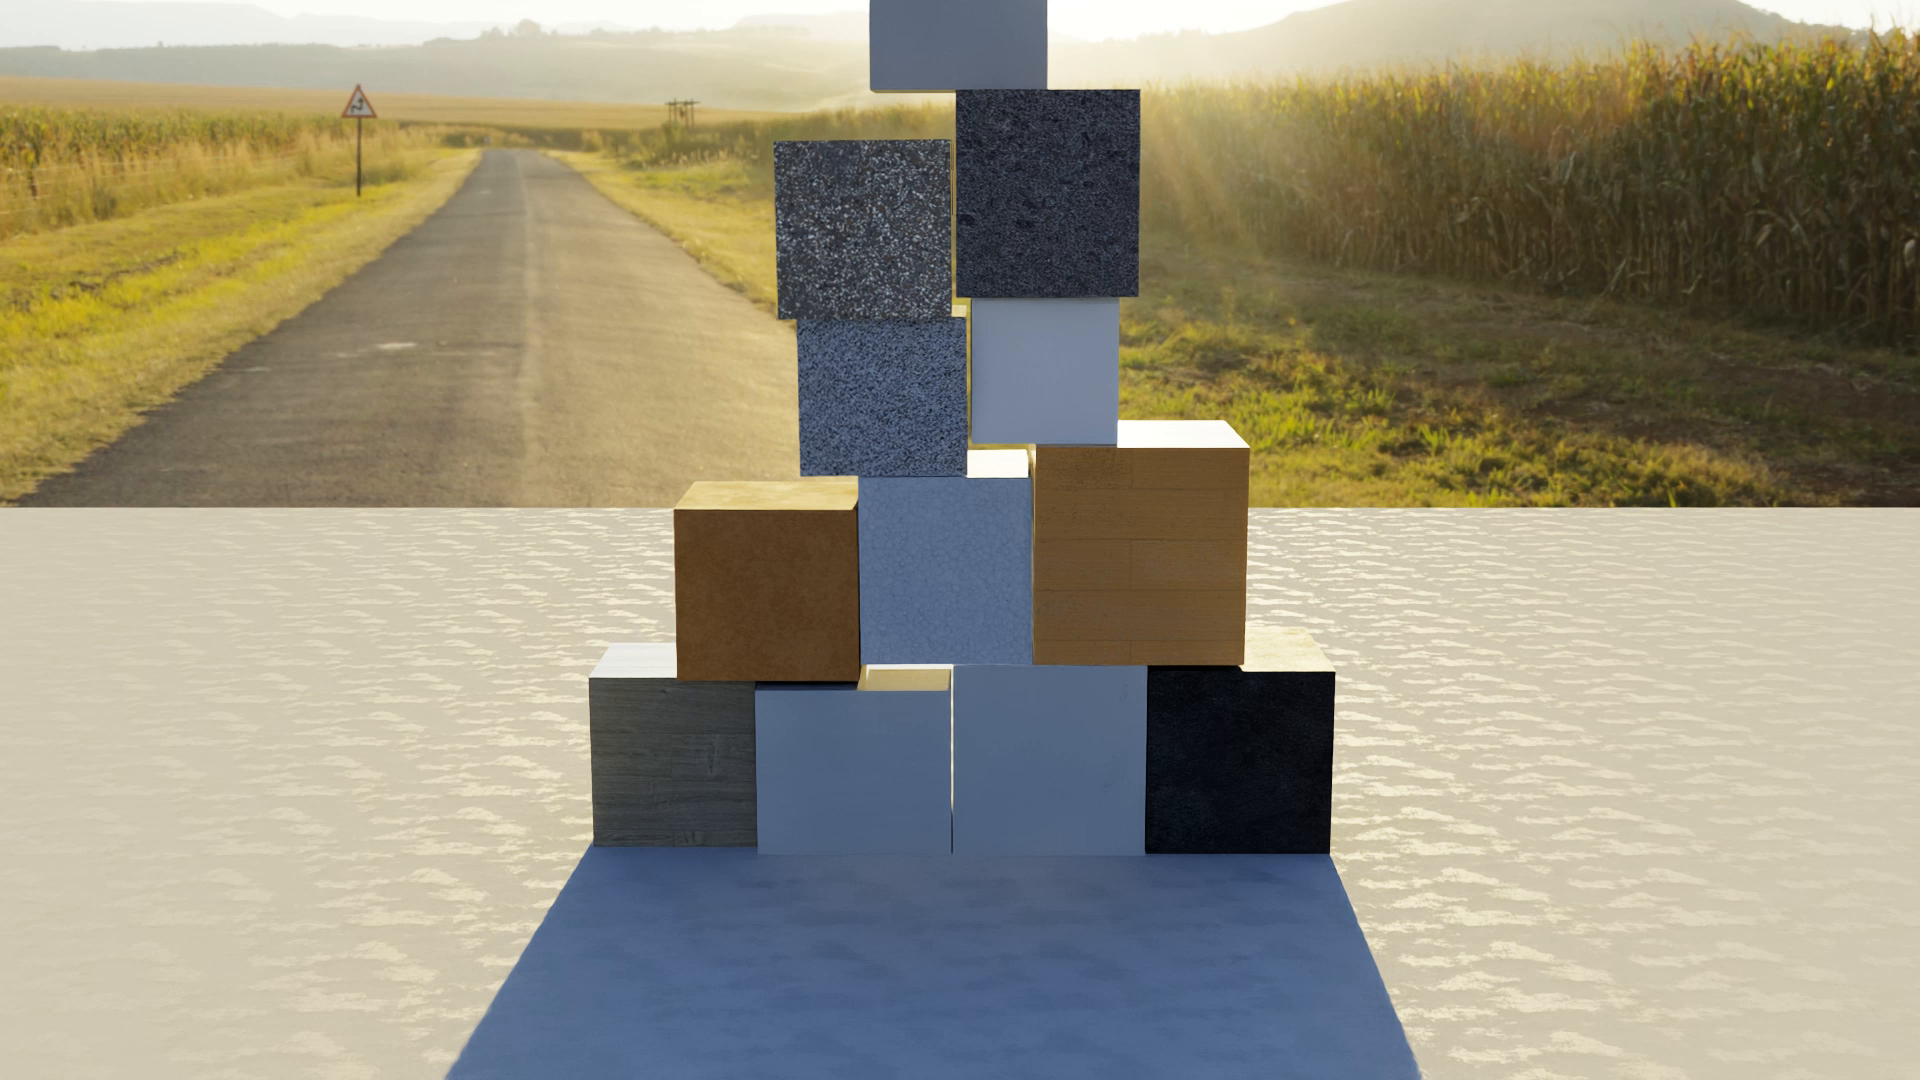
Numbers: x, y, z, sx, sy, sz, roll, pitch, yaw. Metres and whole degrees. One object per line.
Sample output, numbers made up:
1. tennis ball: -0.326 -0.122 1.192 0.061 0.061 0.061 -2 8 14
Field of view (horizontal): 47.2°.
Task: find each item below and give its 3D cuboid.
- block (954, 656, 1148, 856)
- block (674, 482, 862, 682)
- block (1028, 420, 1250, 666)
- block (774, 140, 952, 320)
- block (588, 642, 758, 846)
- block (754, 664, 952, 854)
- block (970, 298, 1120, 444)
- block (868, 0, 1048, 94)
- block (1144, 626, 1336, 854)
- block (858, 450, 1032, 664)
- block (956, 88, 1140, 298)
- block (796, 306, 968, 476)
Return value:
1. block: 0.442 1.004 11.344 0.952 0.966 1.006 0 10 0
2. block: -0.945 0.194 11.199 0.899 0.858 0.879 0 10 0
3. block: 0.880 -0.007 11.193 1.032 1.078 1.016 0 10 0
4. block: -0.461 -1.552 10.891 0.832 0.844 0.856 -1 10 0
5. block: -1.431 1.045 11.368 0.828 0.877 0.760 0 10 0
6. block: -0.525 1.063 11.368 0.963 0.840 1.001 0 10 0
7. block: 0.413 -0.883 11.000 0.713 0.714 0.694 0 10 0
8. block: -0.008 -2.544 10.723 0.842 0.701 0.763 0 10 0
9. block: 1.386 1.015 11.369 0.917 0.936 0.999 0 10 0
10. block: -0.071 0.070 11.187 0.842 0.928 0.924 -1 10 0
11. block: 0.417 -1.721 10.881 0.872 0.977 0.882 0 10 0
12. block: -0.374 -0.761 11.038 0.819 0.767 0.788 -1 10 0
